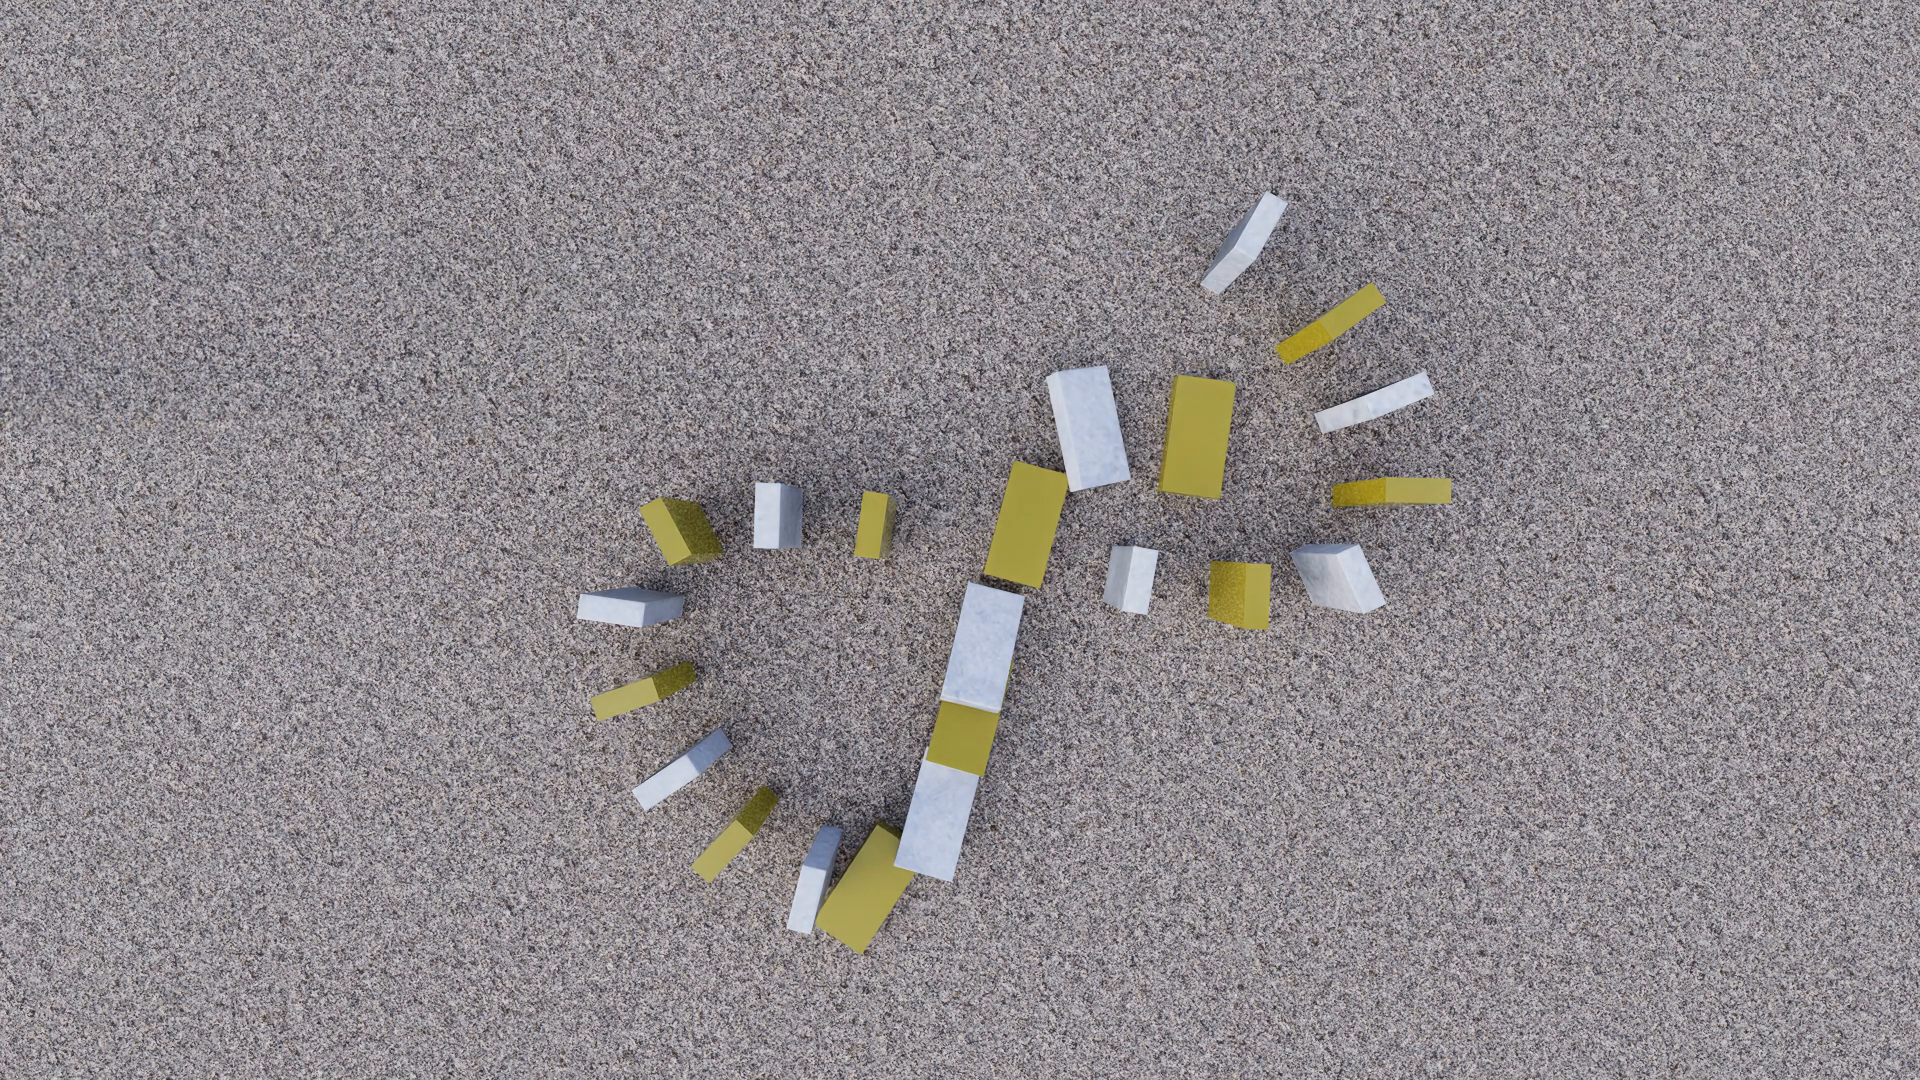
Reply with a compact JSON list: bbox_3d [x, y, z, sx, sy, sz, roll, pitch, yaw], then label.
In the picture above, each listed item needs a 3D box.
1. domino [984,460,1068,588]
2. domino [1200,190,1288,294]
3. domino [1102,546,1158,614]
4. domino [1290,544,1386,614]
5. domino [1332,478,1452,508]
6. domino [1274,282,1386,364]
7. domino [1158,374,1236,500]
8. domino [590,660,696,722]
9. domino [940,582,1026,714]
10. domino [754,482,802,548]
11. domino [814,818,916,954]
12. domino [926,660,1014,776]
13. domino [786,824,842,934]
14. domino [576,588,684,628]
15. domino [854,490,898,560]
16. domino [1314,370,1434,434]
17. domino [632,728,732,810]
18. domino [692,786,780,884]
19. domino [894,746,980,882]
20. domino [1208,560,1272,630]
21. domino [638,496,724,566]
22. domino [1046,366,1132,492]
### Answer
[{"bbox_3d":[0.029,-0.007,0.395,0.025,0.009,0.050,15,90,0],"label":"domino"},{"bbox_3d":[0.115,-0.120,0.375,0.010,0.050,0.025,30,90,0],"label":"domino"},{"bbox_3d":[0.069,0.016,0.375,0.010,0.050,0.025,10,90,0],"label":"domino"},{"bbox_3d":[0.153,0.015,0.375,0.009,0.050,0.025,-25,90,0],"label":"domino"},{"bbox_3d":[0.175,-0.019,0.375,0.025,0.050,0.009,1,90,0],"label":"domino"},{"bbox_3d":[0.150,-0.088,0.375,0.025,0.050,0.009,-35,90,0],"label":"domino"},{"bbox_3d":[0.102,-0.044,0.395,0.025,0.009,0.050,8,90,0],"label":"domino"},{"bbox_3d":[-0.128,0.061,0.375,0.025,0.050,0.009,-19,90,0],"label":"domino"},{"bbox_3d":[0.010,0.045,0.387,0.025,0.009,0.050,14,69,-1],"label":"domino"},{"bbox_3d":[-0.074,-0.009,0.375,0.010,0.050,0.025,2,90,0],"label":"domino"},{"bbox_3d":[-0.039,0.149,0.395,0.025,0.009,0.050,33,90,0],"label":"domino"},{"bbox_3d":[0.004,0.072,0.390,0.025,0.009,0.050,16,78,0],"label":"domino"},{"bbox_3d":[-0.059,0.137,0.375,0.009,0.050,0.025,14,90,0],"label":"domino"},{"bbox_3d":[-0.133,0.027,0.375,0.025,0.050,0.010,8,90,0],"label":"domino"},{"bbox_3d":[-0.034,-0.006,0.375,0.009,0.050,0.025,9,90,0],"label":"domino"},{"bbox_3d":[0.168,-0.055,0.375,0.025,0.050,0.009,-22,90,0],"label":"domino"},{"bbox_3d":[-0.112,0.093,0.375,0.025,0.050,0.009,-34,90,0],"label":"domino"},{"bbox_3d":[-0.091,0.119,0.375,0.010,0.050,0.025,44,90,0],"label":"domino"},{"bbox_3d":[-0.009,0.116,0.390,0.025,0.009,0.050,16,76,0],"label":"domino"},{"bbox_3d":[0.114,0.022,0.375,0.010,0.050,0.025,3,90,0],"label":"domino"},{"bbox_3d":[-0.113,-0.003,0.375,0.009,0.050,0.025,-28,90,0],"label":"domino"},{"bbox_3d":[0.055,-0.048,0.391,0.025,0.010,0.050,-12,90,-24],"label":"domino"}]
